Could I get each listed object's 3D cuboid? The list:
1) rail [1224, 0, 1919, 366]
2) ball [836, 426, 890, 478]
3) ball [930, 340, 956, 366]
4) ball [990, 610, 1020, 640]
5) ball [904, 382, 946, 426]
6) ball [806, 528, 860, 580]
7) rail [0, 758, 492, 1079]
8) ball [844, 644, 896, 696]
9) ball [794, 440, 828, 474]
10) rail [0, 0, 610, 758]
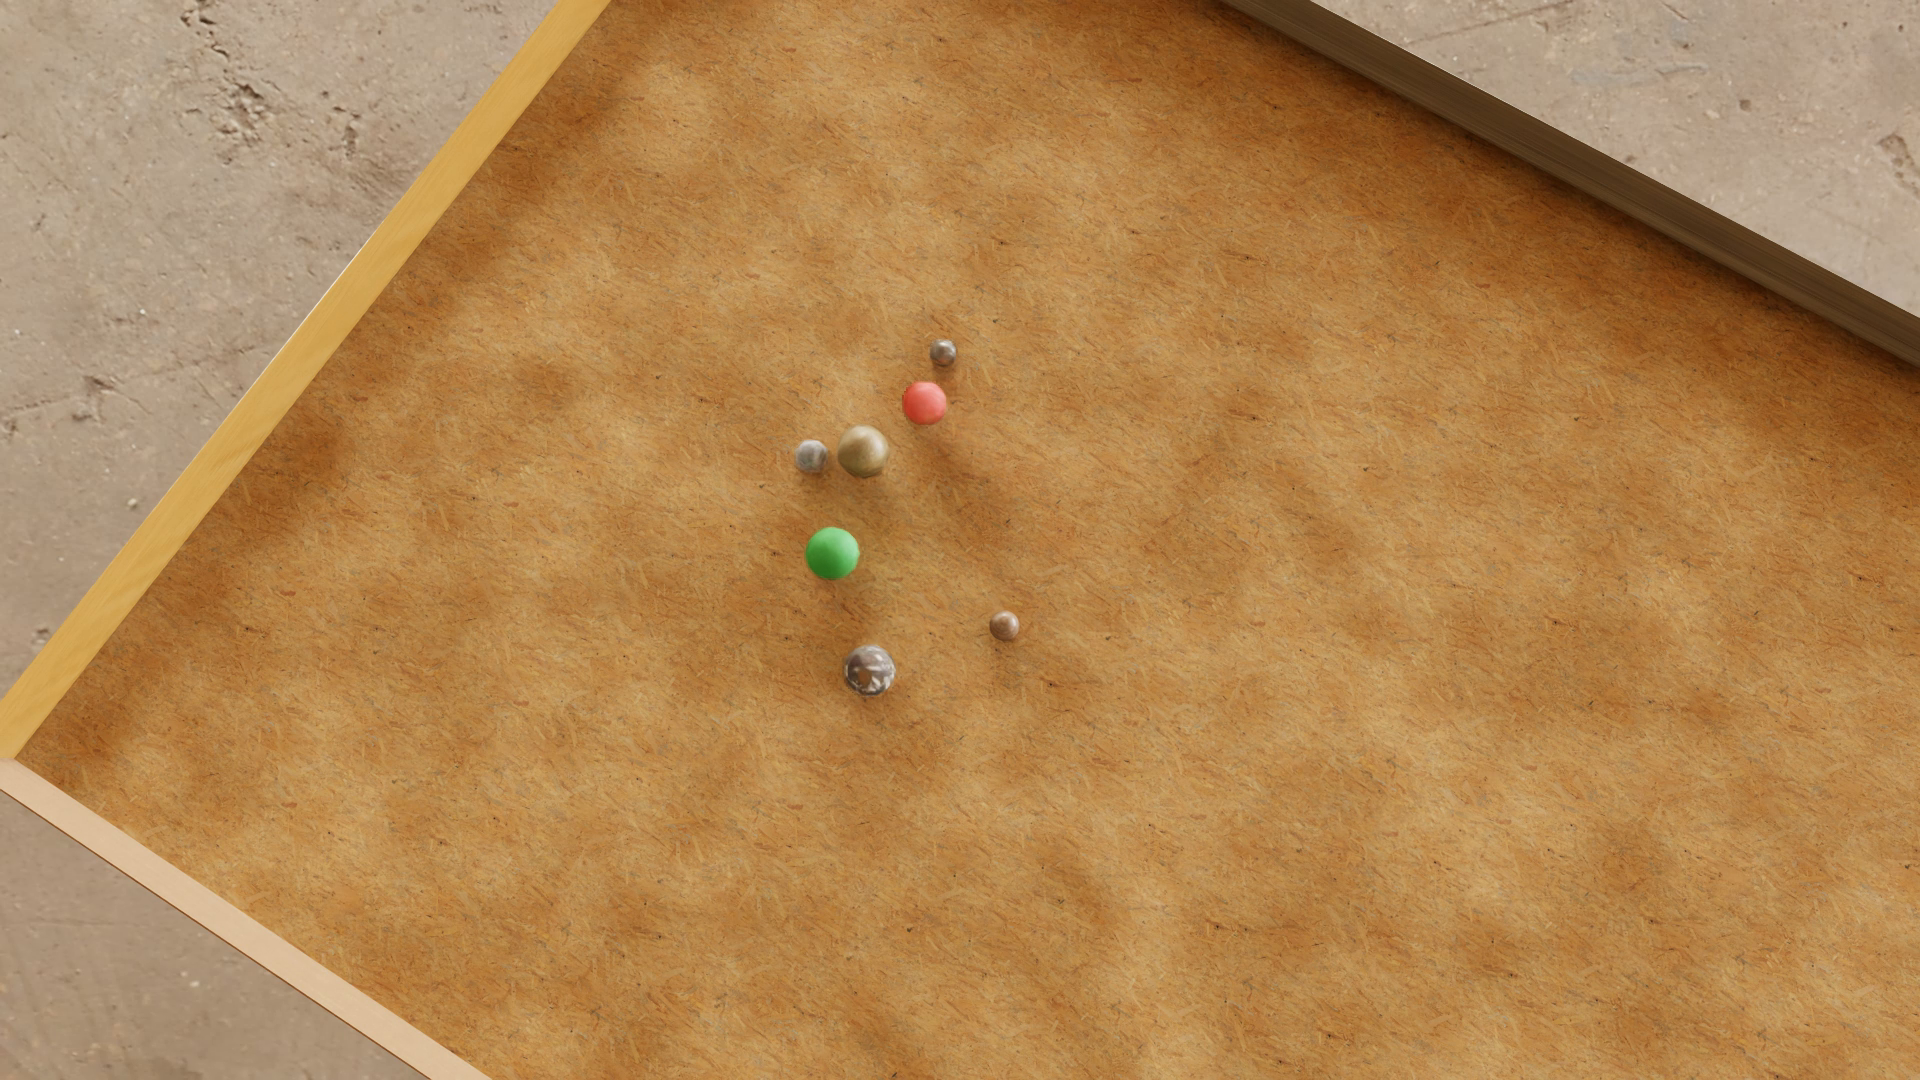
[{"bbox_3d":[1.469,-0.337,3.528,4.242,0.108,0.045,31,73,10],"label":"rail"},{"bbox_3d":[-0.153,-0.139,3.472,0.083,0.083,0.083,0,71,0],"label":"ball"},{"bbox_3d":[-0.027,-0.301,3.551,0.043,0.043,0.043,0,71,0],"label":"ball"},{"bbox_3d":[0.068,0.132,3.395,0.047,0.047,0.047,0,71,0],"label":"ball"},{"bbox_3d":[-0.056,-0.218,3.507,0.069,0.069,0.069,0,71,0],"label":"ball"},{"bbox_3d":[-0.198,0.021,3.416,0.082,0.082,0.082,0,71,0],"label":"ball"},{"bbox_3d":[0.329,1.382,2.920,4.242,0.108,0.045,31,73,10],"label":"rail"},{"bbox_3d":[-0.137,0.199,3.355,0.079,0.079,0.079,0,71,0],"label":"ball"},{"bbox_3d":[-0.235,-0.132,3.485,0.054,0.054,0.054,0,71,0],"label":"ball"},{"bbox_3d":[-0.879,-0.526,3.595,0.045,0.108,2.198,31,73,10],"label":"rail"}]
